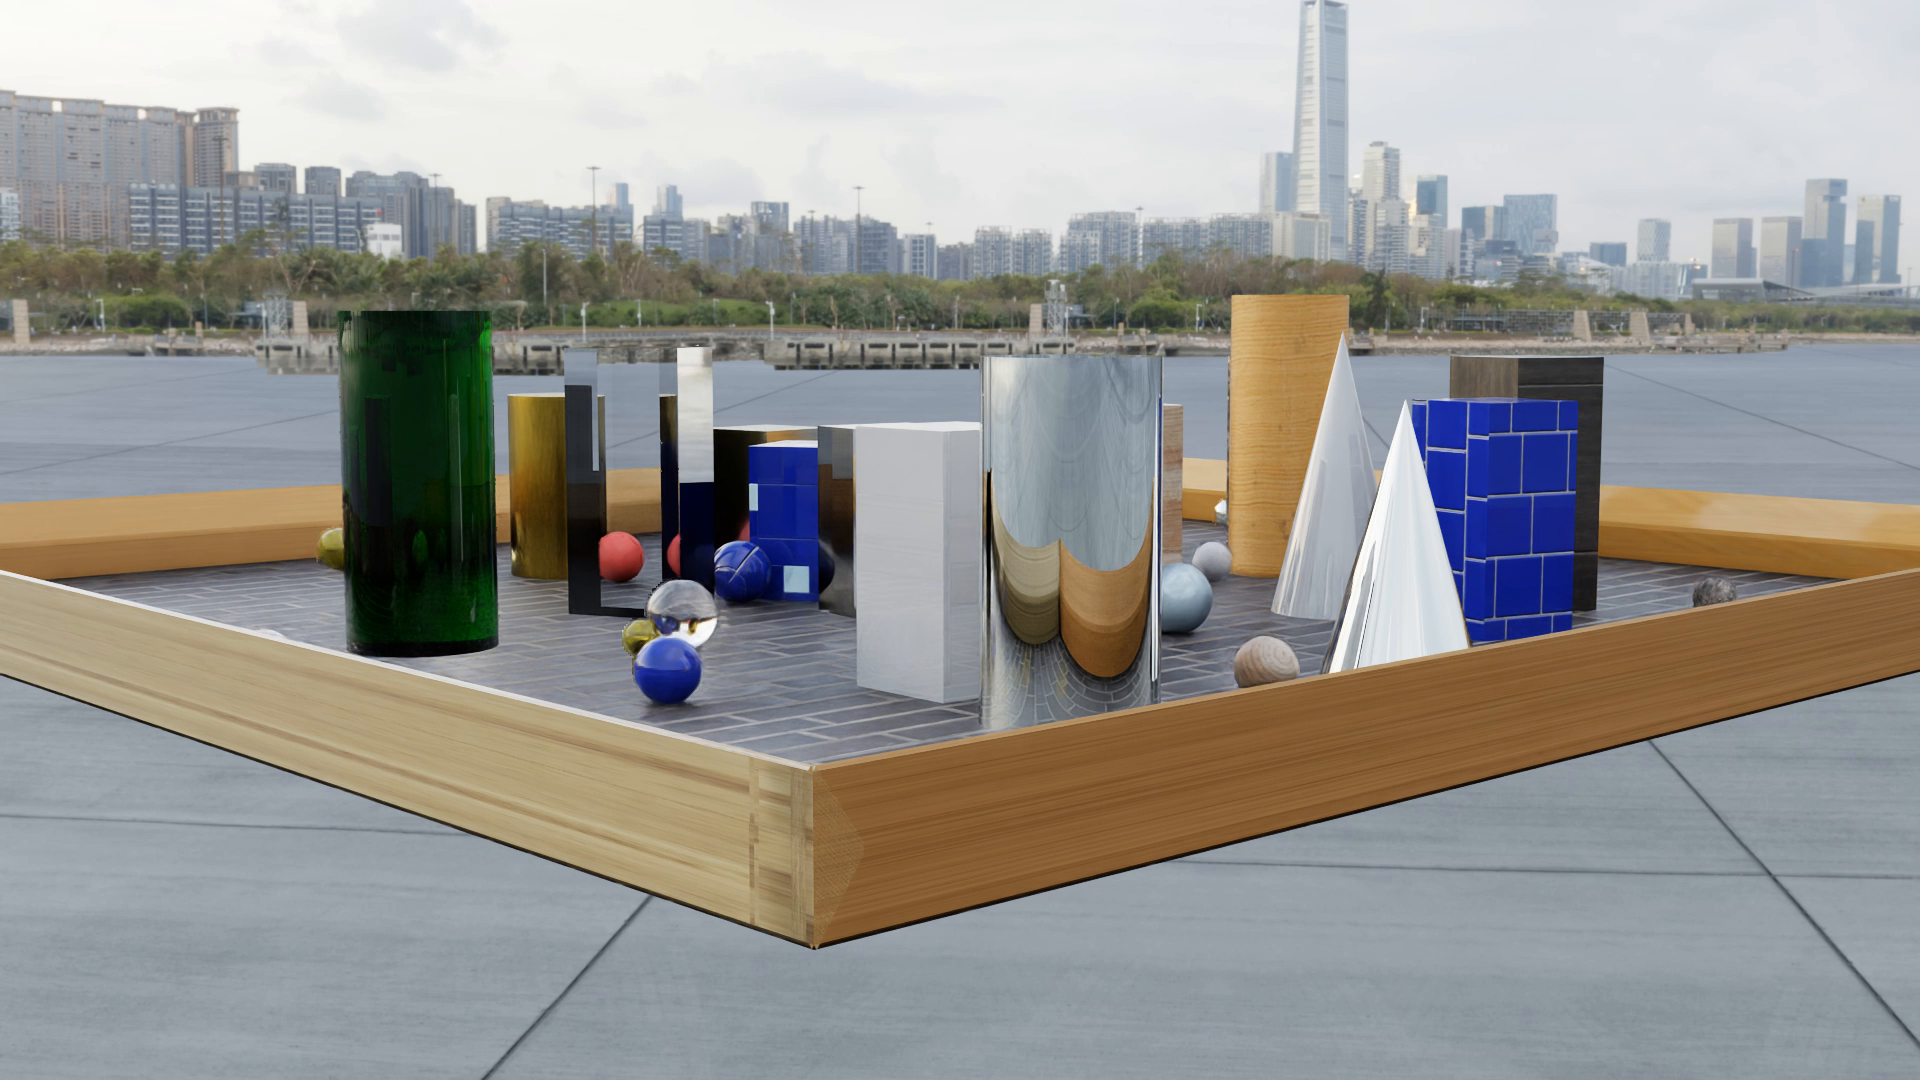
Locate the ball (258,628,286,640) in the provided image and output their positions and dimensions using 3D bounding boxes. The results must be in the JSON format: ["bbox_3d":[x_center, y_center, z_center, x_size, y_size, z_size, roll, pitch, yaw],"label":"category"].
[{"bbox_3d":[-0.830,0.139,2.620,0.067,0.067,0.067,0,6,0],"label":"ball"}]

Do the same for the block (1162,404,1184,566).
[{"bbox_3d":[0.207,-0.037,3.124,0.158,0.313,0.158,-3,7,-24],"label":"block"}]

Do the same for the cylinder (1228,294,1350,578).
[{"bbox_3d":[0.557,-0.179,3.735,0.197,0.470,0.197,0,6,0],"label":"cylinder"}]

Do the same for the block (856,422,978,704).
[{"bbox_3d":[-0.011,0.020,2.594,0.158,0.309,0.158,-5,8,-41],"label":"block"}]

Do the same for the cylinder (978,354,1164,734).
[{"bbox_3d":[0.119,0.001,2.367,0.197,0.396,0.197,0,6,0],"label":"cylinder"}]

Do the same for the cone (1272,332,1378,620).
[{"bbox_3d":[0.562,-0.101,3.247,0.197,0.415,0.197,0,6,0],"label":"cone"}]

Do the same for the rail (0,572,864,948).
[{"bbox_3d":[-0.941,0.124,2.468,0.045,0.128,2.527,-5,8,-42],"label":"rail"}]

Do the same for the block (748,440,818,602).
[{"bbox_3d":[-0.227,-0.032,3.444,0.158,0.237,0.158,2,6,16],"label":"block"}]

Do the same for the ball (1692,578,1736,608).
[{"bbox_3d":[1.093,0.084,3.185,0.060,0.060,0.060,0,6,0],"label":"ball"}]

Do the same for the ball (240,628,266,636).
[{"bbox_3d":[-0.787,0.146,2.406,0.099,0.099,0.099,0,6,0],"label":"ball"}]

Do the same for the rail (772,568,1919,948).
[{"bbox_3d":[0.841,0.128,2.426,2.609,0.128,0.045,-5,8,-42],"label":"rail"}]

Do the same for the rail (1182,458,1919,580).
[{"bbox_3d":[0.941,-0.057,4.196,0.045,0.128,2.527,-5,8,-42],"label":"rail"}]

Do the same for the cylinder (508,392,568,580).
[{"bbox_3d":[-0.665,-0.095,3.734,0.197,0.303,0.197,0,6,0],"label":"cylinder"}]

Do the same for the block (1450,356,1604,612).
[{"bbox_3d":[0.846,-0.087,3.305,0.158,0.376,0.158,-3,7,-25],"label":"block"}]

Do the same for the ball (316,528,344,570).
[{"bbox_3d":[-1.070,0.016,3.785,0.071,0.071,0.071,0,6,0],"label":"ball"}]

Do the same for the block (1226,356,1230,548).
[{"bbox_3d":[0.568,-0.153,3.992,0.158,0.364,0.158,1,6,10],"label":"block"}]

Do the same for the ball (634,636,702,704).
[{"bbox_3d":[-0.331,0.147,2.495,0.078,0.078,0.078,0,6,0],"label":"ball"}]

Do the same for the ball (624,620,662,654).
[{"bbox_3d":[-0.410,0.126,2.841,0.048,0.048,0.048,0,6,0],"label":"ball"}]

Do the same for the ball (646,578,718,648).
[{"bbox_3d":[-0.365,0.098,2.888,0.094,0.094,0.094,0,6,0],"label":"ball"}]

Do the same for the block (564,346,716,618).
[{"bbox_3d":[-0.473,-0.090,3.260,0.158,0.390,0.158,2,6,22],"label":"block"}]

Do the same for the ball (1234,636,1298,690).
[{"bbox_3d":[0.350,0.147,2.518,0.074,0.074,0.074,0,6,0],"label":"ball"}]

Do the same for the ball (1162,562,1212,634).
[{"bbox_3d":[0.300,0.080,3.036,0.098,0.098,0.098,0,6,0],"label":"ball"}]

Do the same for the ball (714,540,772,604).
[{"bbox_3d":[-0.335,0.049,3.351,0.096,0.096,0.096,0,6,0],"label":"ball"}]

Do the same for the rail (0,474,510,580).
[{"bbox_3d":[-0.841,-0.061,4.238,2.609,0.128,0.045,-5,8,-42],"label":"rail"}]

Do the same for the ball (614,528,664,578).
[{"bbox_3d":[-0.536,0.021,3.676,0.083,0.083,0.083,0,6,0],"label":"ball"}]

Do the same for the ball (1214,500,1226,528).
[{"bbox_3d":[0.551,-0.054,4.524,0.058,0.058,0.058,0,6,0],"label":"ball"}]

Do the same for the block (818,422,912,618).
[{"bbox_3d":[-0.101,-0.030,3.238,0.158,0.275,0.158,-4,7,-34],"label":"block"}]

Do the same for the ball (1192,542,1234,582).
[{"bbox_3d":[0.414,0.037,3.606,0.067,0.067,0.067,0,6,0],"label":"ball"}]

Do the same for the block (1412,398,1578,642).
[{"bbox_3d":[0.739,-0.034,3.056,0.158,0.321,0.158,-3,7,-28],"label":"block"}]

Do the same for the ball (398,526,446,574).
[{"bbox_3d":[-0.912,0.017,3.731,0.081,0.081,0.081,0,6,0],"label":"ball"}]

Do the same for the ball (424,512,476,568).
[{"bbox_3d":[-0.890,-0.001,3.823,0.097,0.097,0.097,0,6,0],"label":"ball"}]

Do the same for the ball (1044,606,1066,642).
[{"bbox_3d":[0.119,0.114,2.959,0.048,0.048,0.048,0,6,0],"label":"ball"}]

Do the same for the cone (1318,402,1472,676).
[{"bbox_3d":[0.520,0.005,2.586,0.197,0.341,0.197,0,6,0],"label":"cone"}]

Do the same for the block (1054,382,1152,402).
[{"bbox_3d":[0.264,-0.133,4.065,0.158,0.310,0.158,1,6,13],"label":"block"}]

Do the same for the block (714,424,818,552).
[{"bbox_3d":[-0.333,-0.072,3.798,0.158,0.243,0.158,5,8,39],"label":"block"}]

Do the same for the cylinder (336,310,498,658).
[{"bbox_3d":[-0.715,-0.080,2.904,0.197,0.444,0.197,0,6,0],"label":"cylinder"}]
